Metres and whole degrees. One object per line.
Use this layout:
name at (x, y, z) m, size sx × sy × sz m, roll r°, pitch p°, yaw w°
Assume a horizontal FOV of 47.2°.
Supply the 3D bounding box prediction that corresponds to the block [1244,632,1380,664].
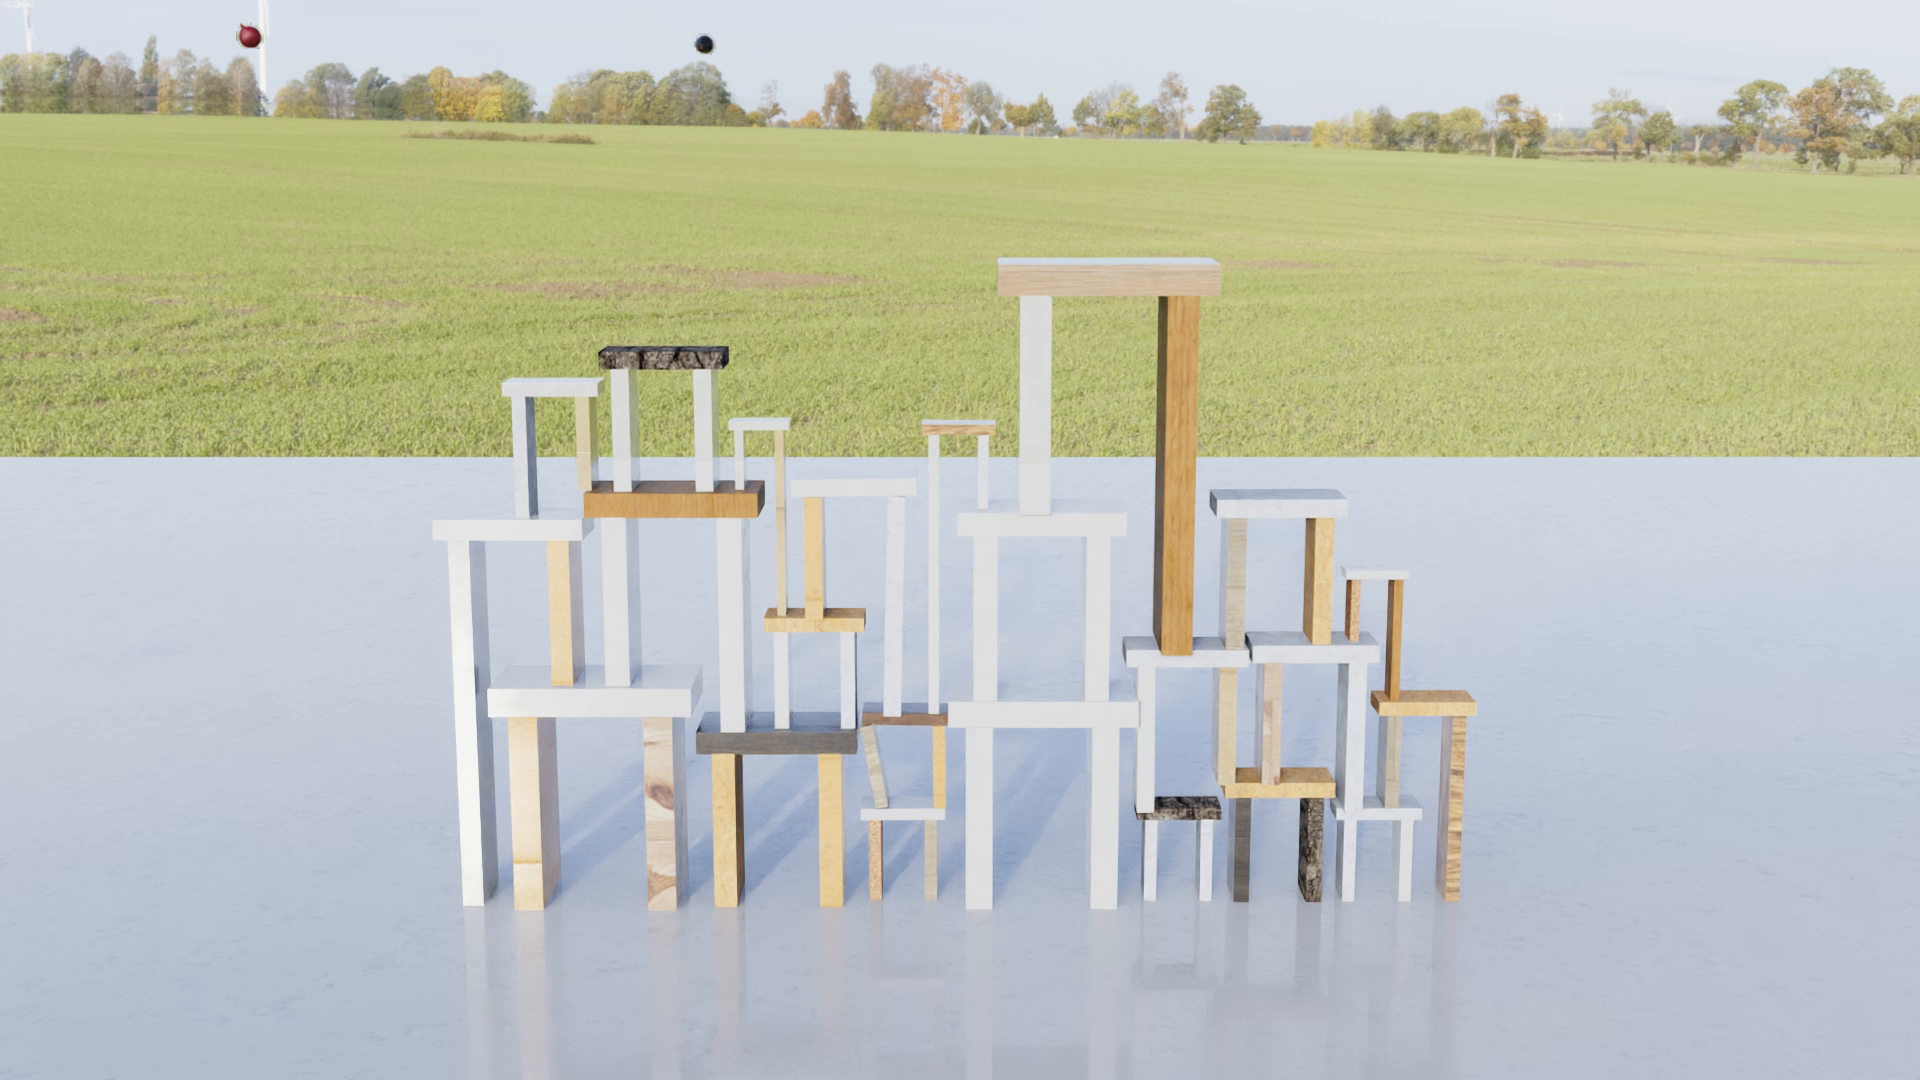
block at (0.573, 0.175, 3.588) m, size 0.204 × 0.029 × 0.102 m, roll 0°, pitch 11°, yaw 0°

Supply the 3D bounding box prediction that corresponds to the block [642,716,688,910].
block at (-0.486, 0.430, 3.641) m, size 0.046 × 0.326 × 0.163 m, roll 0°, pitch 11°, yaw 0°

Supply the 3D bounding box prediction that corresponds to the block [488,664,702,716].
block at (-0.595, 0.247, 3.607) m, size 0.326 × 0.046 × 0.163 m, roll 0°, pitch 11°, yaw 0°

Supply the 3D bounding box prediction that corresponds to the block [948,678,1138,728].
block at (0.135, 0.267, 3.612) m, size 0.306 × 0.043 × 0.153 m, roll 0°, pitch 11°, yaw 0°

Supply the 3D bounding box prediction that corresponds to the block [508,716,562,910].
block at (-0.703, 0.430, 3.641) m, size 0.046 × 0.326 × 0.163 m, roll 0°, pitch 11°, yaw 0°

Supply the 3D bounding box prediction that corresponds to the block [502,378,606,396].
block at (-0.649, -0.245, 3.518) m, size 0.151 × 0.021 × 0.076 m, roll 0°, pitch 11°, yaw 0°

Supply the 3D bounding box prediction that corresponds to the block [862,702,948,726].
block at (-0.089, 0.286, 3.617) m, size 0.140 × 0.020 × 0.070 m, roll 1°, pitch 10°, yaw 0°

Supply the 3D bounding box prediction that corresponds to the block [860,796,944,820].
block at (-0.094, 0.444, 3.645) m, size 0.138 × 0.020 × 0.069 m, roll 0°, pitch 11°, yaw -1°

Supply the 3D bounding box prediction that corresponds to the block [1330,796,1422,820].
block at (0.688, 0.443, 3.640) m, size 0.139 × 0.020 × 0.070 m, roll 0°, pitch 11°, yaw 0°

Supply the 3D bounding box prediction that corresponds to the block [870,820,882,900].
block at (-0.140, 0.522, 3.659) m, size 0.020 × 0.138 × 0.069 m, roll 0°, pitch 11°, yaw 0°

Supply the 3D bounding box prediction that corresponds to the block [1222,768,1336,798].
block at (0.523, 0.401, 3.636) m, size 0.179 × 0.025 × 0.090 m, roll 0°, pitch 11°, yaw 0°

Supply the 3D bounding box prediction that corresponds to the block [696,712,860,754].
block at (-0.297, 0.317, 3.619) m, size 0.259 × 0.037 × 0.130 m, roll 0°, pitch 11°, yaw 0°

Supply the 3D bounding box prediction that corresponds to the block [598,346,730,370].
block at (-0.471, -0.291, 3.507) m, size 0.195 × 0.028 × 0.098 m, roll 0°, pitch 11°, yaw 0°

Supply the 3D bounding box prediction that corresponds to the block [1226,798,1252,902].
block at (0.464, 0.501, 3.655) m, size 0.025 × 0.179 × 0.090 m, roll 0°, pitch 10°, yaw 0°

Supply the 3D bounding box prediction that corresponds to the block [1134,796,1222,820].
block at (0.361, 0.444, 3.644) m, size 0.138 × 0.020 × 0.069 m, roll 0°, pitch 11°, yaw 0°

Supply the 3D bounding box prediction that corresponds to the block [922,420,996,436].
block at (-0.002, -0.180, 3.523) m, size 0.119 × 0.017 × 0.059 m, roll 0°, pitch 11°, yaw 1°

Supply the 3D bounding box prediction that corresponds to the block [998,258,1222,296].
block at (0.232, -0.417, 3.480) m, size 0.344 × 0.049 × 0.172 m, roll 0°, pitch 11°, yaw 1°

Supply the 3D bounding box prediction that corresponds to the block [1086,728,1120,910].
block at (0.235, 0.439, 3.644) m, size 0.043 × 0.306 × 0.153 m, roll 0°, pitch 11°, yaw 0°

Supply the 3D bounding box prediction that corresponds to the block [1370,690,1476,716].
block at (0.760, 0.267, 3.610) m, size 0.157 × 0.022 × 0.079 m, roll 0°, pitch 11°, yaw 0°

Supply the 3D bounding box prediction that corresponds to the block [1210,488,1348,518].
block at (0.513, -0.059, 3.549) m, size 0.208 × 0.029 × 0.104 m, roll 0°, pitch 11°, yaw 0°

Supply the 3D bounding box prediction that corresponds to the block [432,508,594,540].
block at (-0.720, -0.026, 3.556) m, size 0.238 × 0.034 × 0.119 m, roll 0°, pitch 11°, yaw 0°

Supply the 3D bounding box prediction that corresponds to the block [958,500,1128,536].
block at (0.130, -0.036, 3.549) m, size 0.269 × 0.038 × 0.135 m, roll 0°, pitch 11°, yaw 0°

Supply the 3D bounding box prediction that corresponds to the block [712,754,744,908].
block at (-0.384, 0.463, 3.646) m, size 0.037 × 0.259 × 0.130 m, roll 0°, pitch 11°, yaw 0°

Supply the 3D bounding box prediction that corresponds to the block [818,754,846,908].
block at (-0.211, 0.463, 3.646) m, size 0.037 × 0.259 × 0.130 m, roll 0°, pitch 11°, yaw 0°

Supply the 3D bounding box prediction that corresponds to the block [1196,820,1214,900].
block at (0.406, 0.522, 3.659) m, size 0.020 × 0.138 × 0.069 m, roll 0°, pitch 11°, yaw 0°

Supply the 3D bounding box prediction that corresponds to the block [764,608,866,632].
block at (-0.235, 0.130, 3.580) m, size 0.161 × 0.023 × 0.081 m, roll 0°, pitch 11°, yaw 0°

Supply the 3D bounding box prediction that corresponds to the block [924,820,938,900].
block at (-0.048, 0.522, 3.660) m, size 0.020 × 0.138 × 0.069 m, roll 0°, pitch 11°, yaw 0°

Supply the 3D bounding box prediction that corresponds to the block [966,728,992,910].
block at (0.031, 0.439, 3.644) m, size 0.043 × 0.306 × 0.153 m, roll 0°, pitch 11°, yaw 0°

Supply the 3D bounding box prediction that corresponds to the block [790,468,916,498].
block at (-0.169, -0.092, 3.541) m, size 0.199 × 0.028 × 0.099 m, roll -1°, pitch 11°, yaw -1°

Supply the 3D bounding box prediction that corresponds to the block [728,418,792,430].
block at (-0.321, -0.186, 3.523) m, size 0.096 × 0.014 × 0.048 m, roll 0°, pitch 11°, yaw 0°

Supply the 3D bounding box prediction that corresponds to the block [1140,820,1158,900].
block at (0.314, 0.522, 3.658) m, size 0.020 × 0.138 × 0.069 m, roll 0°, pitch 11°, yaw 0°

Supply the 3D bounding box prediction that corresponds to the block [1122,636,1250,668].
block at (0.367, 0.182, 3.589) m, size 0.197 × 0.028 × 0.099 m, roll 0°, pitch 11°, yaw 0°

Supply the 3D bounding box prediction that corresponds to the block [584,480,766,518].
block at (-0.459, -0.066, 3.552) m, size 0.275 × 0.039 × 0.138 m, roll 0°, pitch 11°, yaw 0°

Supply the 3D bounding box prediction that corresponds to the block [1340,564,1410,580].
block at (0.673, 0.052, 3.566) m, size 0.103 × 0.015 × 0.051 m, roll 0°, pitch 11°, yaw -1°
